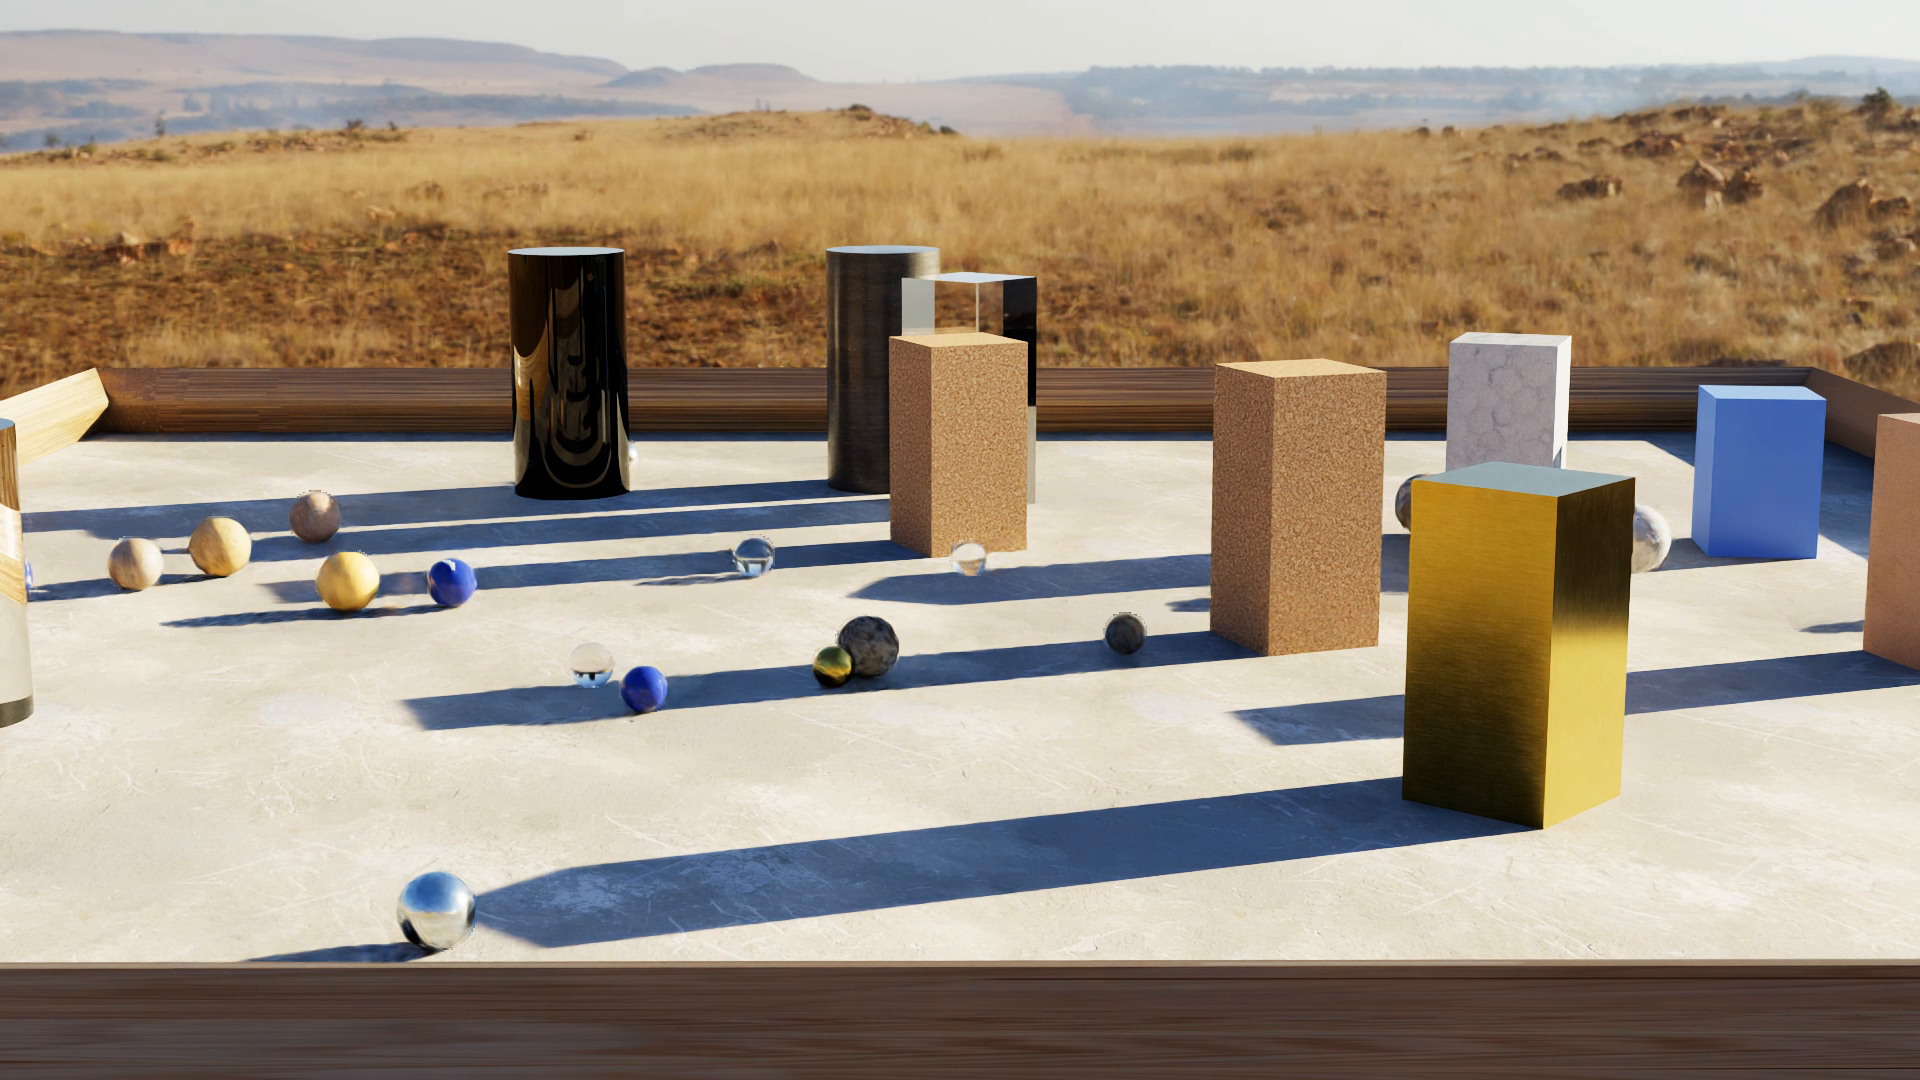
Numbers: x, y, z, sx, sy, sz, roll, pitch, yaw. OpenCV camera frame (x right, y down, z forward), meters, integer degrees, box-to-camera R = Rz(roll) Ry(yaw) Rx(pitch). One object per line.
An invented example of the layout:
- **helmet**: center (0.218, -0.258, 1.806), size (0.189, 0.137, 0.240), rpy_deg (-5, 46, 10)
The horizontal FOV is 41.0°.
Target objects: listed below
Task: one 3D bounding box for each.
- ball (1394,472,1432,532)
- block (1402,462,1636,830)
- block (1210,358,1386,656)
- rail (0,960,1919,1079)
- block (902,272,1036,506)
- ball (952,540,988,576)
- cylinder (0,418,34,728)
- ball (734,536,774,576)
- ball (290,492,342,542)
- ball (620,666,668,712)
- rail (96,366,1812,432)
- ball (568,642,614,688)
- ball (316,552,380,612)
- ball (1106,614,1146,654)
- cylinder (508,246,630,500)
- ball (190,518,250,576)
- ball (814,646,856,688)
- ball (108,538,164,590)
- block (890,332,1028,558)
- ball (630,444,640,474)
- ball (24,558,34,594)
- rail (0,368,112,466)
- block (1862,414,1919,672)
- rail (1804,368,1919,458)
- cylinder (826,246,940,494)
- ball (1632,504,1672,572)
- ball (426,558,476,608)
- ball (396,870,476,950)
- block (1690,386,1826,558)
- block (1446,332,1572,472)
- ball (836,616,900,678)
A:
- **ball**: center (0.729, -0.055, 4.014), size (0.099, 0.099, 0.099), rpy_deg (0, 10, 0)
- **block**: center (0.556, 0.099, 2.556), size (0.158, 0.326, 0.158), rpy_deg (9, 14, 40)
- **block**: center (0.428, -0.045, 3.270), size (0.158, 0.350, 0.158), rpy_deg (-4, 11, -22)
- **rail**: center (0.010, 0.345, 1.766), size (3.445, 0.129, 0.045), rpy_deg (0, 10, 0)
- **block**: center (0.016, -0.247, 4.273), size (0.158, 0.381, 0.158), rpy_deg (9, 14, 39)
- **ball**: center (0.013, 0.027, 3.701), size (0.051, 0.051, 0.051), rpy_deg (0, 10, 0)
- **cylinder**: center (-1.152, 0.038, 2.873), size (0.198, 0.331, 0.198), rpy_deg (0, 10, 0)
- **ball**: center (-0.297, 0.024, 3.697), size (0.058, 0.058, 0.058), rpy_deg (0, 10, 0)
- **ball**: center (-0.995, -0.034, 3.958), size (0.077, 0.077, 0.077), rpy_deg (0, 10, 0)
- **ball**: center (-0.360, 0.170, 2.924), size (0.053, 0.053, 0.053), rpy_deg (0, 10, 0)
- **rail**: center (-0.010, -0.278, 5.131), size (3.445, 0.129, 0.045), rpy_deg (0, 10, 0)
- **ball**: center (-0.437, 0.148, 3.037), size (0.055, 0.055, 0.055), rpy_deg (0, 10, 0)
- **ball**: center (-0.825, 0.056, 3.458), size (0.082, 0.082, 0.082), rpy_deg (0, 10, 0)
- **ball**: center (0.207, 0.118, 3.210), size (0.050, 0.050, 0.050), rpy_deg (0, 10, 0)
- **cylinder**: center (-0.671, -0.289, 4.409), size (0.198, 0.414, 0.198), rpy_deg (0, 10, 0)
- **ball**: center (-1.066, 0.010, 3.697), size (0.085, 0.085, 0.085), rpy_deg (0, 10, 0)
- **ball**: center (-0.149, 0.150, 3.040), size (0.050, 0.050, 0.050), rpy_deg (0, 10, 0)
- **ball**: center (-1.157, 0.034, 3.599), size (0.075, 0.075, 0.075), rpy_deg (0, 10, 0)
- **block**: center (-0.003, -0.148, 3.913), size (0.158, 0.317, 0.158), rpy_deg (-5, 12, -24)
- **ball**: center (-0.607, -0.145, 4.591), size (0.066, 0.066, 0.066), rpy_deg (0, 10, 0)
- **ball**: center (-1.308, 0.051, 3.514), size (0.073, 0.073, 0.073), rpy_deg (0, 10, 0)
- **rail**: center (-1.699, 0.035, 3.439), size (0.045, 0.129, 3.469), rpy_deg (0, 10, 0)
- **block**: center (1.235, 0.002, 3.155), size (0.158, 0.299, 0.158), rpy_deg (-3, 11, -14)
- **rail**: center (1.699, 0.031, 3.458), size (0.045, 0.129, 3.469), rpy_deg (0, 10, 0)
- **cylinder**: center (-0.133, -0.300, 4.472), size (0.198, 0.413, 0.198), rpy_deg (0, 10, 0)
- **ball**: center (0.968, -0.002, 3.674), size (0.097, 0.097, 0.097), rpy_deg (0, 10, 0)
- **ball**: center (-0.692, 0.058, 3.487), size (0.067, 0.067, 0.067), rpy_deg (0, 10, 0)
- **ball**: center (-0.437, 0.309, 2.138), size (0.066, 0.066, 0.066), rpy_deg (0, 10, 0)
- **block**: center (1.211, -0.106, 3.901), size (0.158, 0.239, 0.158), rpy_deg (1, 11, 7)
- **block**: center (0.832, -0.147, 3.902), size (0.158, 0.319, 0.158), rpy_deg (4, 11, 20)
- **ball**: center (-0.111, 0.128, 3.085), size (0.076, 0.076, 0.076), rpy_deg (0, 10, 0)
